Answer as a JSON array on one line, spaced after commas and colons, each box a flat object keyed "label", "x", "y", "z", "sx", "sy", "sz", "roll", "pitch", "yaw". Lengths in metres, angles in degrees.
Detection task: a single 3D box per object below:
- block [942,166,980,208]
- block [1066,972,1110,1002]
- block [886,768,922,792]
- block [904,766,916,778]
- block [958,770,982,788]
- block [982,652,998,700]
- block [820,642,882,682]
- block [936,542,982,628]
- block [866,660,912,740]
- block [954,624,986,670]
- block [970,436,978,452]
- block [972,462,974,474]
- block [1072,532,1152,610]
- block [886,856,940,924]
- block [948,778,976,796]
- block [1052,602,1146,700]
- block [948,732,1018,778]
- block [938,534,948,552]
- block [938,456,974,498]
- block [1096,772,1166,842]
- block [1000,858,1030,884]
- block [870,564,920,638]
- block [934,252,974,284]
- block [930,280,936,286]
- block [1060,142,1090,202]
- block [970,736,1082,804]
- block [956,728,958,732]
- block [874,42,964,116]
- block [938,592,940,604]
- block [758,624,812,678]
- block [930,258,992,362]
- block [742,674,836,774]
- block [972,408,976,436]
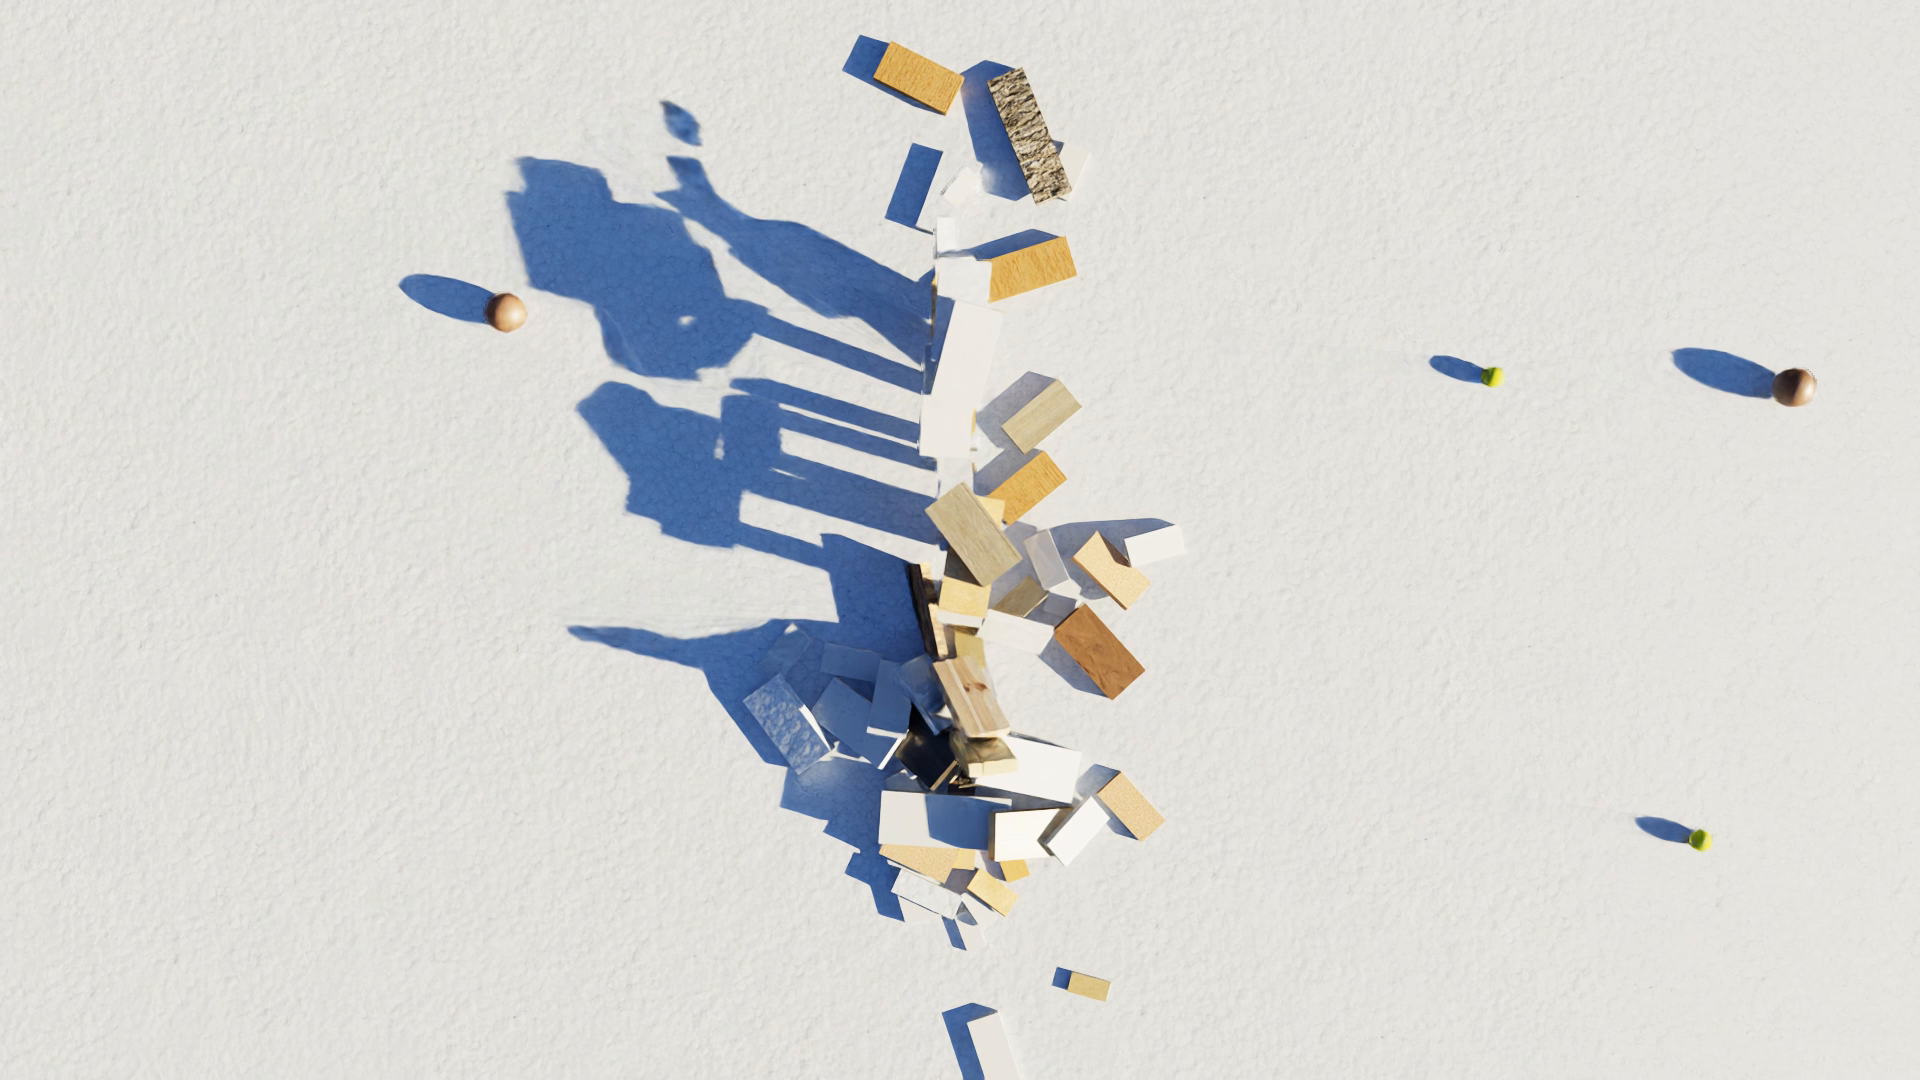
[{"label": "block", "x": 0.004, "y": -1.109, "z": 5.176, "sx": 0.059, "sy": 0.017, "sz": 0.119, "roll": 37, "pitch": 107, "yaw": -15}, {"label": "block", "x": 0.428, "y": 1.486, "z": 5.491, "sx": 0.132, "sy": 0.019, "sz": 0.066, "roll": 15, "pitch": 90, "yaw": 0}, {"label": "block", "x": -0.167, "y": 0.854, "z": 5.487, "sx": 0.091, "sy": 0.026, "sz": 0.182, "roll": -28, "pitch": 90, "yaw": 0}, {"label": "block", "x": -0.164, "y": 0.687, "z": 5.447, "sx": 0.090, "sy": 0.026, "sz": 0.181, "roll": -34, "pitch": 69, "yaw": 11}, {"label": "block", "x": 0.030, "y": 0.722, "z": 5.447, "sx": 0.091, "sy": 0.026, "sz": 0.182, "roll": -5, "pitch": 67, "yaw": -8}, {"label": "block", "x": 0.060, "y": 0.461, "z": 5.460, "sx": 0.092, "sy": 0.026, "sz": 0.184, "roll": -15, "pitch": 74, "yaw": -3}, {"label": "block", "x": -0.361, "y": 0.408, "z": 5.486, "sx": 0.194, "sy": 0.028, "sz": 0.097, "roll": 11, "pitch": 90, "yaw": 0}, {"label": "block", "x": 0.017, "y": 0.127, "z": 5.197, "sx": 0.141, "sy": 0.040, "sz": 0.283, "roll": 8, "pitch": 90, "yaw": 0}, {"label": "block", "x": -0.219, "y": 0.518, "z": 5.387, "sx": 0.128, "sy": 0.036, "sz": 0.256, "roll": 10, "pitch": 56, "yaw": -1}, {"label": "block", "x": 0.031, "y": 0.341, "z": 5.465, "sx": 0.092, "sy": 0.026, "sz": 0.184, "roll": -6, "pitch": 76, "yaw": 0}, {"label": "block", "x": -0.002, "y": -0.313, "z": 5.377, "sx": 0.123, "sy": 0.246, "sz": 0.035, "roll": 0, "pitch": 90, "yaw": 0}, {"label": "block", "x": -0.009, "y": -0.233, "z": 5.389, "sx": 0.111, "sy": 0.221, "sz": 0.031, "roll": 0, "pitch": 90, "yaw": 0}, {"label": "block", "x": 0.501, "y": 0.102, "z": 5.465, "sx": 0.247, "sy": 0.035, "sz": 0.124, "roll": 44, "pitch": 73, "yaw": 0}, {"label": "block", "x": -0.155, "y": 1.145, "z": 5.483, "sx": 0.119, "sy": 0.034, "sz": 0.239, "roll": -16, "pitch": 90, "yaw": 0}, {"label": "block", "x": 0.002, "y": 0.850, "z": 5.453, "sx": 0.091, "sy": 0.026, "sz": 0.182, "roll": 7, "pitch": 87, "yaw": 0}, {"label": "block", "x": 0.456, "y": 0.368, "z": 5.464, "sx": 0.152, "sy": 0.043, "sz": 0.304, "roll": -42, "pitch": 96, "yaw": 0}, {"label": "block", "x": 0.070, "y": 0.667, "z": 5.195, "sx": 0.151, "sy": 0.302, "sz": 0.043, "roll": -6, "pitch": 103, "yaw": -11}, {"label": "block", "x": 0.002, "y": 0.001, "z": 5.358, "sx": 0.141, "sy": 0.283, "sz": 0.040, "roll": -8, "pitch": 92, "yaw": 0}, {"label": "block", "x": -0.014, "y": -0.157, "z": 5.263, "sx": 0.111, "sy": 0.031, "sz": 0.221, "roll": -2, "pitch": 90, "yaw": 0}, {"label": "block", "x": 0.569, "y": 0.887, "z": 5.485, "sx": 0.109, "sy": 0.031, "sz": 0.218, "roll": -42, "pitch": 90, "yaw": 0}, {"label": "block", "x": 0.167, "y": 1.052, "z": 5.489, "sx": 0.080, "sy": 0.023, "sz": 0.160, "roll": -21, "pitch": 90, "yaw": 0}, {"label": "block", "x": -0.217, "y": 0.200, "z": 5.484, "sx": 0.114, "sy": 0.032, "sz": 0.229, "roll": -13, "pitch": 90, "yaw": 0}, {"label": "block", "x": -0.014, "y": -0.800, "z": 5.266, "sx": 0.127, "sy": 0.036, "sz": 0.254, "roll": -3, "pitch": 132, "yaw": -1}, {"label": "block", "x": -0.034, "y": -0.866, "z": 5.492, "sx": 0.119, "sy": 0.017, "sz": 0.059, "roll": -38, "pitch": 90, "yaw": 0}, {"label": "block", "x": 0.355, "y": -1.226, "z": 5.488, "sx": 0.088, "sy": 0.025, "sz": 0.176, "roll": 24, "pitch": 90, "yaw": 0}, {"label": "block", "x": 0.220, "y": 0.746, "z": 5.420, "sx": 0.341, "sy": 0.048, "sz": 0.171, "roll": 14, "pitch": 85, "yaw": -17}, {"label": "block", "x": 0.030, "y": 0.635, "z": 5.457, "sx": 0.077, "sy": 0.022, "sz": 0.154, "roll": -10, "pitch": 69, "yaw": -10}, {"label": "block", "x": -0.137, "y": -1.534, "z": 5.481, "sx": 0.270, "sy": 0.038, "sz": 0.135, "roll": 27, "pitch": 90, "yaw": 0}, {"label": "block", "x": 0.000, "y": 0.195, "z": 5.358, "sx": 0.141, "sy": 0.283, "sz": 0.040, "roll": 1, "pitch": 91, "yaw": 0}, {"label": "block", "x": -0.581, "y": 0.375, "z": 5.487, "sx": 0.091, "sy": 0.026, "sz": 0.182, "roll": 39, "pitch": 90, "yaw": 0}, {"label": "block", "x": 0.003, "y": -0.699, "z": 5.054, "sx": 0.157, "sy": 0.044, "sz": 0.314, "roll": 5, "pitch": 99, "yaw": -4}, {"label": "block", "x": -0.565, "y": 0.607, "z": 5.452, "sx": 0.153, "sy": 0.043, "sz": 0.307, "roll": -37, "pitch": 90, "yaw": 21}, {"label": "block", "x": -0.011, "y": -0.452, "z": 5.222, "sx": 0.123, "sy": 0.035, "sz": 0.246, "roll": 2, "pitch": 78, "yaw": 1}]
